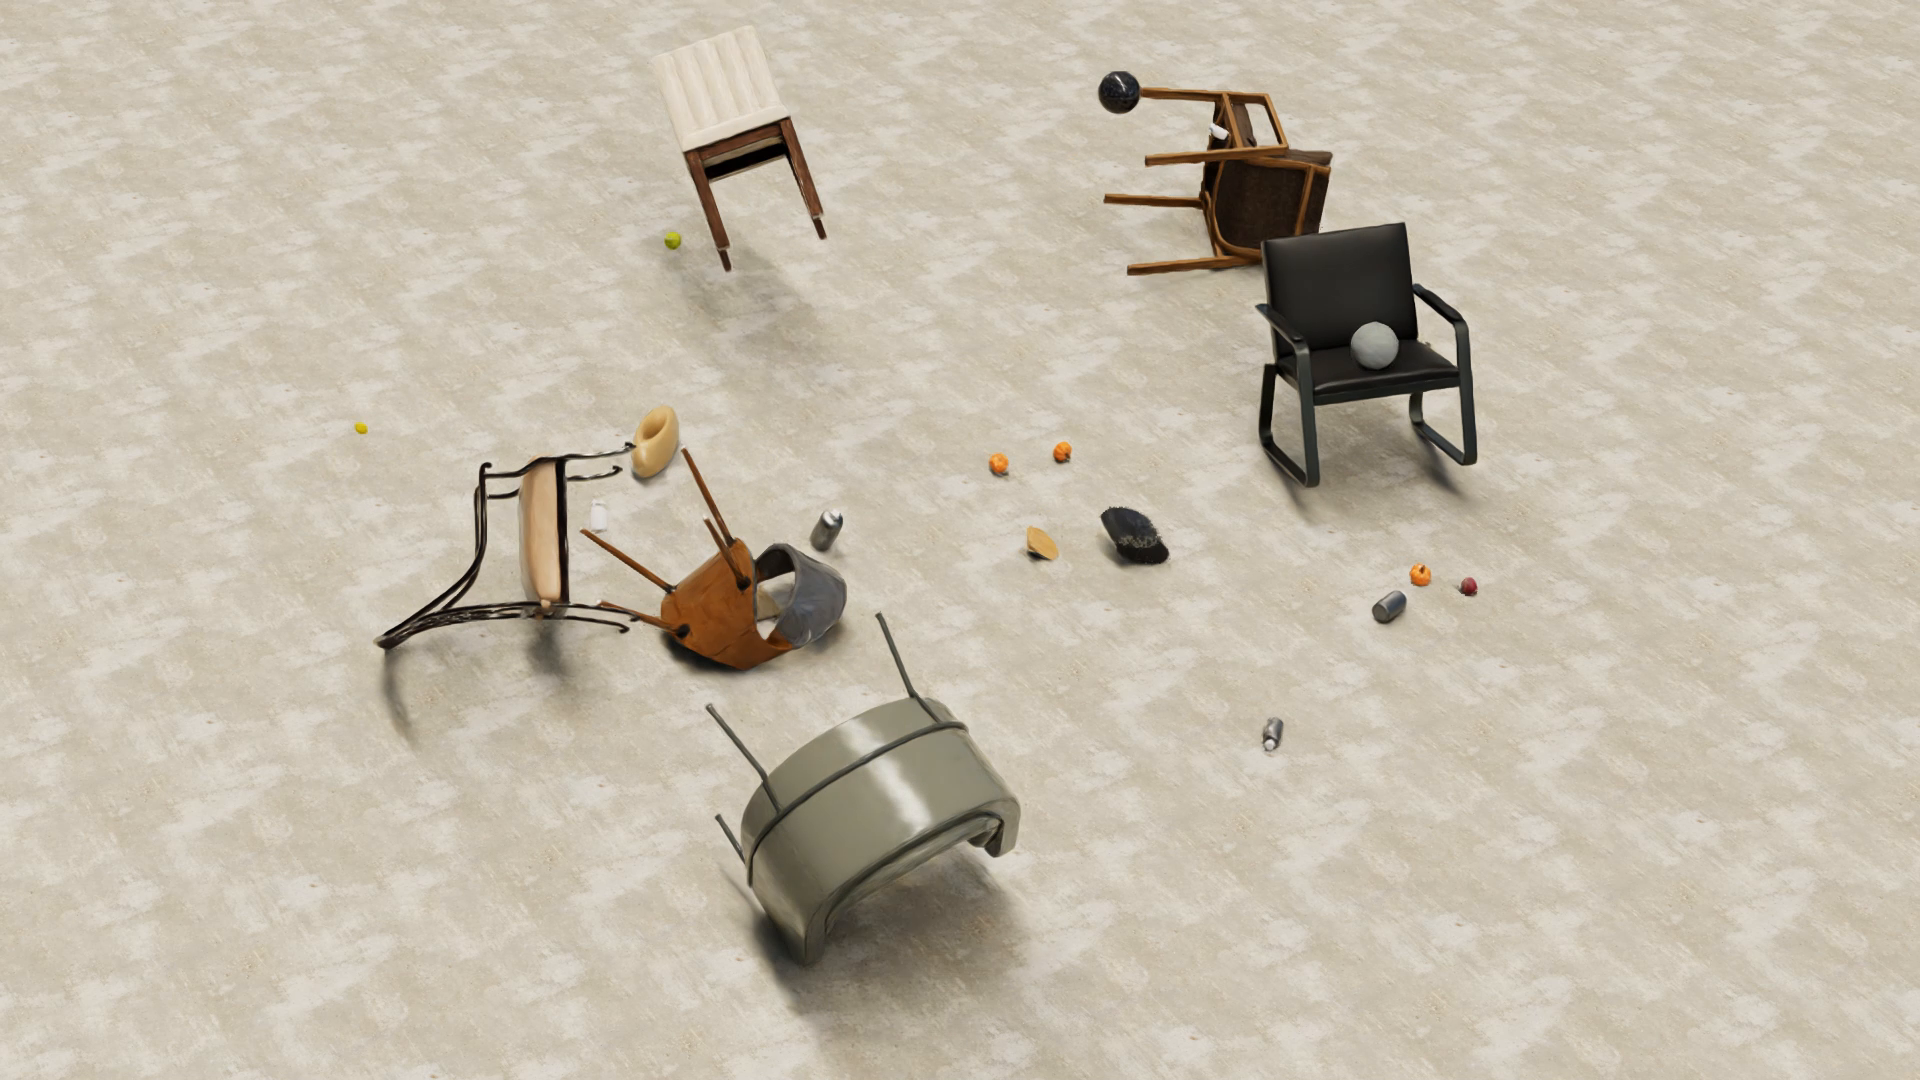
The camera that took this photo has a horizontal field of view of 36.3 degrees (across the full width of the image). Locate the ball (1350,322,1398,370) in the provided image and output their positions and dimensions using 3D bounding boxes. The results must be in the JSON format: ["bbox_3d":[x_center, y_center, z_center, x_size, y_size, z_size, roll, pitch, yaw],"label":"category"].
[{"bbox_3d":[1.545,-0.724,10.930,0.178,0.178,0.178,0,33,0],"label":"ball"}]

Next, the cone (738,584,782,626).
[{"bbox_3d":[-0.734,0.261,10.485,0.159,0.156,0.081,-38,35,-7],"label":"cone"}]

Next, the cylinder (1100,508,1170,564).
[{"bbox_3d":[0.645,-0.015,10.838,0.228,0.110,0.197,16,26,-26],"label":"cylinder"}]

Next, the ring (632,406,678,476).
[{"bbox_3d":[-1.184,-0.384,11.389,0.150,0.147,0.435,3,30,10],"label":"ring"}]

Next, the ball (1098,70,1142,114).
[{"bbox_3d":[0.677,-1.899,12.448,0.185,0.185,0.185,0,33,0],"label":"ball"}]

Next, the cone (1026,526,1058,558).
[{"bbox_3d":[0.275,0.018,10.845,0.092,0.172,0.085,-15,42,49],"label":"cone"}]
